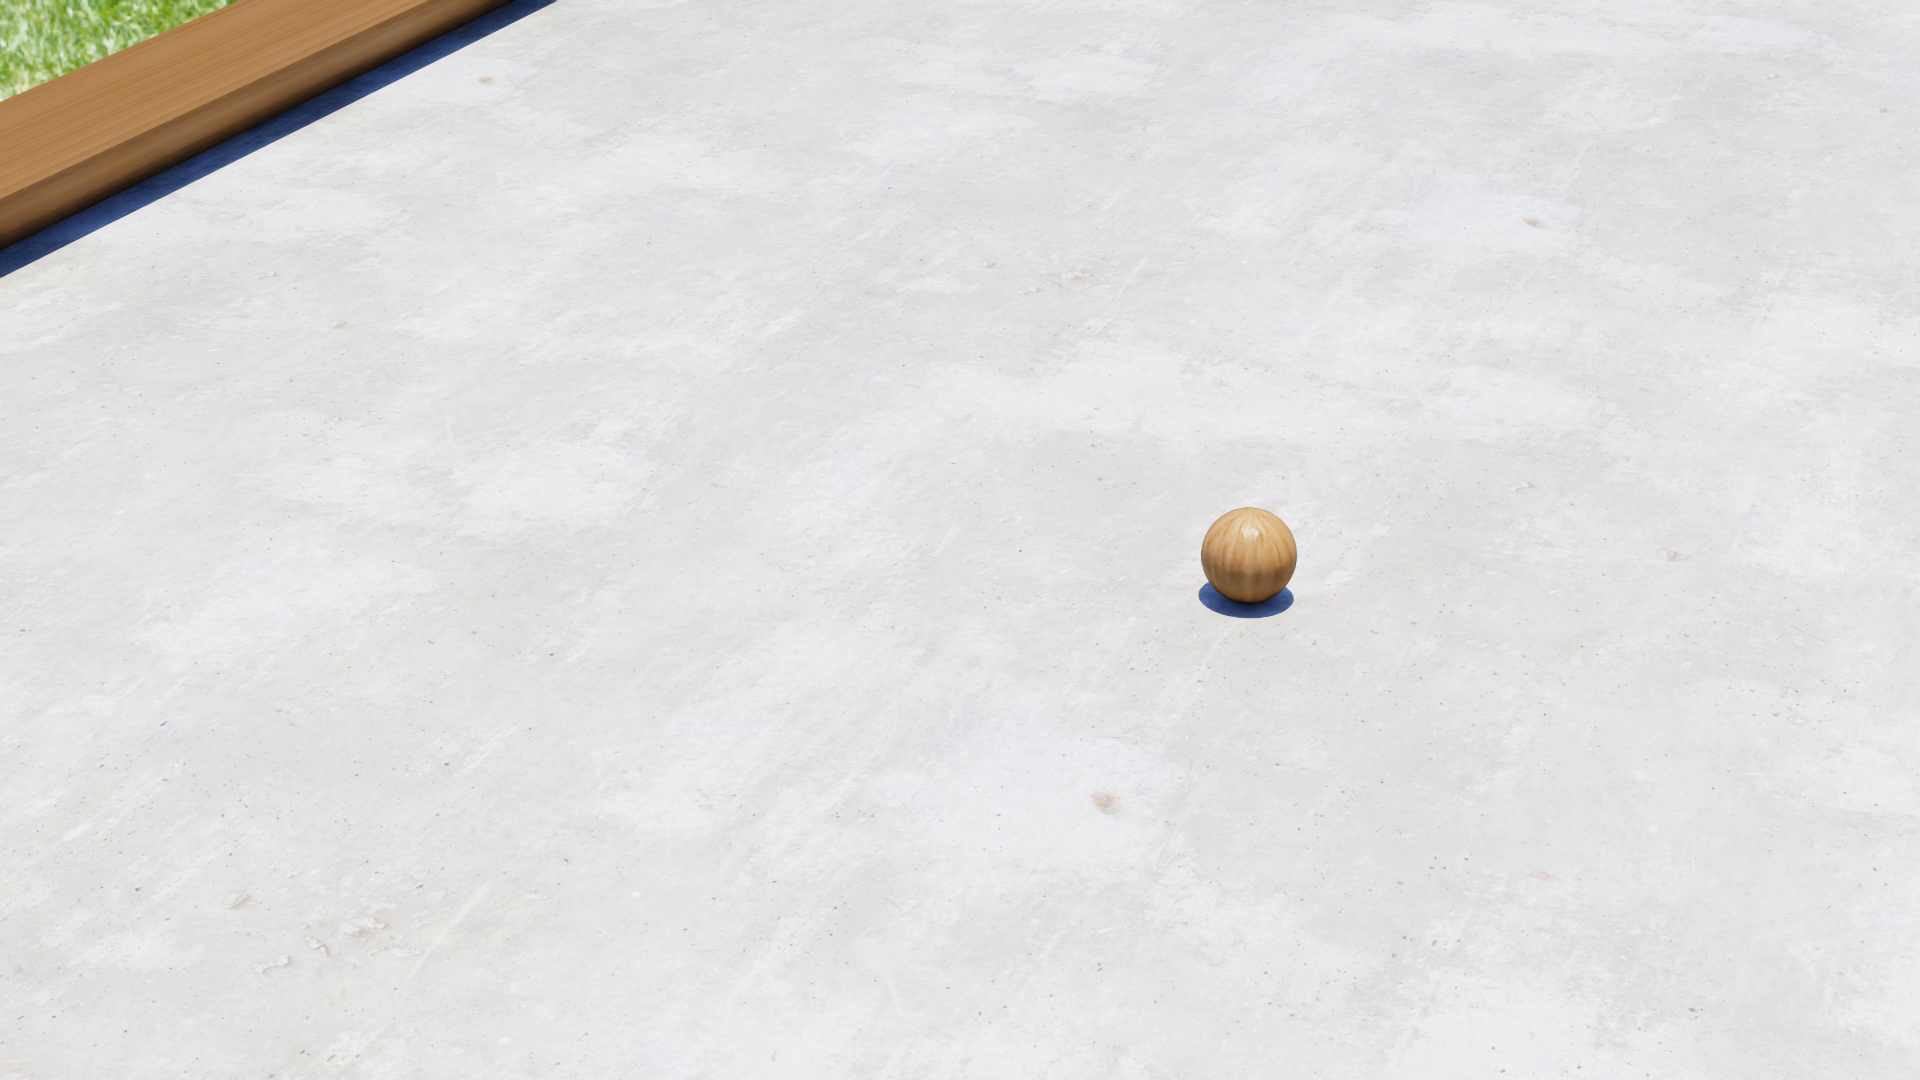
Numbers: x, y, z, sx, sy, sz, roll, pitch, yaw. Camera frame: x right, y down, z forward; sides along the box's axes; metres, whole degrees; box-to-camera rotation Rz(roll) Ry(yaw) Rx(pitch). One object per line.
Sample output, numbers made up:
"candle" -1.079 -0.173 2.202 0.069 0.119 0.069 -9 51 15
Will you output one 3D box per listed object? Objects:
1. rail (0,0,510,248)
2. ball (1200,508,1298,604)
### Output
"rail" -0.527 -0.511 2.800 0.045 0.115 3.288 11 28 21
"ball" 0.177 0.009 1.800 0.059 0.059 0.059 0 26 0
